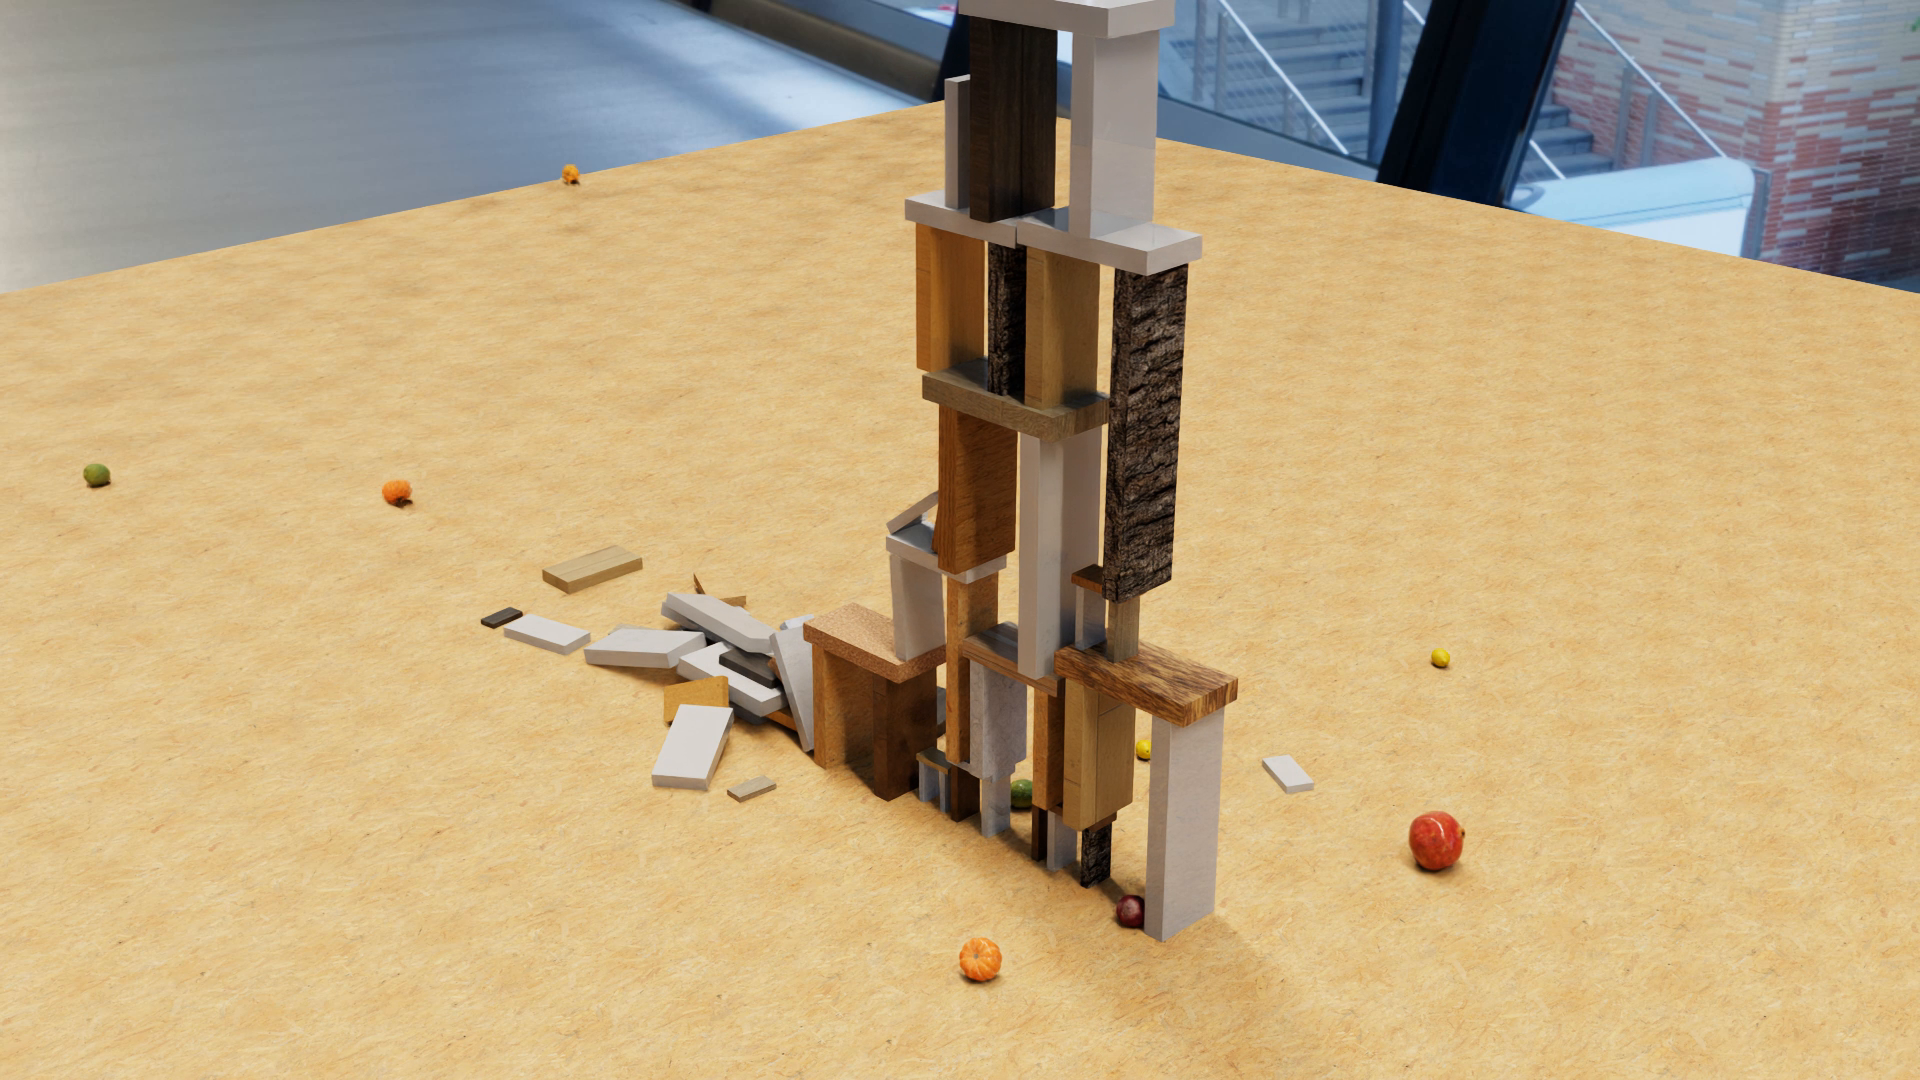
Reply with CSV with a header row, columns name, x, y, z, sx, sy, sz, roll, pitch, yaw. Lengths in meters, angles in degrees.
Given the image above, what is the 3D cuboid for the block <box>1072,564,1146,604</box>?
name,x,y,z,sx,sy,sz,roll,pitch,yaw
block,0.269,0.078,3.962,0.125,0.018,0.063,21,31,38

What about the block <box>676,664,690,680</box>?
name,x,y,z,sx,sy,sz,roll,pitch,yaw
block,-0.538,0.303,4.942,0.193,0.027,0.097,21,30,40

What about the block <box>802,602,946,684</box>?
name,x,y,z,sx,sy,sz,roll,pitch,yaw
block,-0.173,0.208,4.493,0.283,0.040,0.142,21,31,40

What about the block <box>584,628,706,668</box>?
name,x,y,z,sx,sy,sz,roll,pitch,yaw
block,-0.724,0.249,5.055,0.262,0.037,0.131,1,19,36

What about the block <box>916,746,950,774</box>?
name,x,y,z,sx,sy,sz,roll,pitch,yaw
block,-0.041,0.447,4.456,0.092,0.013,0.046,21,31,41

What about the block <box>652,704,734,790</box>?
name,x,y,z,sx,sy,sz,roll,pitch,yaw
block,-0.562,0.435,4.633,0.116,0.033,0.232,4,35,9

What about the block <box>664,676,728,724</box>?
name,x,y,z,sx,sy,sz,roll,pitch,yaw
block,-0.574,0.347,4.778,0.158,0.079,0.022,-12,-21,28

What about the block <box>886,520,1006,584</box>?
name,x,y,z,sx,sy,sz,roll,pitch,yaw
block,-0.027,0.023,4.269,0.221,0.031,0.111,22,31,40

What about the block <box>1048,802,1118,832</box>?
name,x,y,z,sx,sy,sz,roll,pitch,yaw
block,0.229,0.514,4.192,0.065,0.018,0.131,-21,31,-41

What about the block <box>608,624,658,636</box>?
name,x,y,z,sx,sy,sz,roll,pitch,yaw
block,-0.764,0.226,5.207,0.123,0.017,0.062,8,24,18

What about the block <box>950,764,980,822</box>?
name,x,y,z,sx,sy,sz,roll,pitch,yaw
block,0.011,0.498,4.423,0.018,0.129,0.064,21,31,41

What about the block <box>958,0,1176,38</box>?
name,x,y,z,sx,sy,sz,roll,pitch,yaw
block,0.175,-0.889,3.655,0.334,0.047,0.167,21,31,40

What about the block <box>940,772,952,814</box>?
name,x,y,z,sx,sy,sz,roll,pitch,yaw
block,-0.019,0.504,4.456,0.013,0.092,0.046,21,31,41

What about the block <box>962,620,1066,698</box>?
name,x,y,z,sx,sy,sz,roll,pitch,yaw
block,0.136,0.224,4.172,0.124,0.035,0.247,-21,31,-40

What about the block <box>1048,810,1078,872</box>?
name,x,y,z,sx,sy,sz,roll,pitch,yaw
block,0.198,0.570,4.250,0.065,0.130,0.018,-21,31,-41

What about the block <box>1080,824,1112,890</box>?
name,x,y,z,sx,sy,sz,roll,pitch,yaw
block,0.260,0.594,4.193,0.018,0.130,0.065,21,31,41

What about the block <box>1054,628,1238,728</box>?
name,x,y,z,sx,sy,sz,roll,pitch,yaw
block,0.334,0.244,3.969,0.304,0.043,0.152,21,31,40

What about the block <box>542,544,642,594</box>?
name,x,y,z,sx,sy,sz,roll,pitch,yaw
block,-0.926,0.073,5.548,0.226,0.032,0.113,-21,30,-40

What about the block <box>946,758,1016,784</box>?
name,x,y,z,sx,sy,sz,roll,pitch,yaw
block,0.041,0.442,4.366,0.064,0.018,0.129,-21,31,-41

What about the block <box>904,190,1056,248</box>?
name,x,y,z,sx,sy,sz,roll,pitch,yaw
block,0.046,-0.579,3.928,0.138,0.039,0.276,-21,31,-40

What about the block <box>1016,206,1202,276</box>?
name,x,y,z,sx,sy,sz,roll,pitch,yaw
block,0.252,-0.511,3.732,0.290,0.041,0.145,21,31,40

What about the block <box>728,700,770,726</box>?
name,x,y,z,sx,sy,sz,roll,pitch,yaw
block,-0.479,0.353,4.894,0.097,0.027,0.194,-21,31,-40

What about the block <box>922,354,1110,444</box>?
name,x,y,z,sx,sy,sz,roll,pitch,yaw
block,0.104,-0.259,3.993,0.165,0.047,0.329,-21,31,-40

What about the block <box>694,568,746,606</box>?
name,x,y,z,sx,sy,sz,roll,pitch,yaw
block,-0.591,0.118,5.404,0.090,0.026,0.181,-8,24,-17

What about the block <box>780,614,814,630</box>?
name,x,y,z,sx,sy,sz,roll,pitch,yaw
block,-0.319,0.245,4.812,0.084,0.024,0.168,-14,66,-45

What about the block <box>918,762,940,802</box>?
name,x,y,z,sx,sy,sz,roll,pitch,yaw
block,-0.063,0.487,4.496,0.013,0.092,0.046,21,31,41

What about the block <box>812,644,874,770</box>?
name,x,y,z,sx,sy,sz,roll,pitch,yaw
block,-0.240,0.330,4.620,0.142,0.283,0.040,-18,30,-36

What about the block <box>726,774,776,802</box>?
name,x,y,z,sx,sy,sz,roll,pitch,yaw
block,-0.429,0.513,4.535,0.093,0.013,0.046,-19,29,-37

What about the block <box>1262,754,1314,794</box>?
name,x,y,z,sx,sy,sz,roll,pitch,yaw
block,0.684,0.488,4.588,0.062,0.018,0.124,-7,24,-15

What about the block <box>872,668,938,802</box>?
name,x,y,z,sx,sy,sz,roll,pitch,yaw
block,-0.112,0.380,4.501,0.040,0.283,0.142,21,31,41

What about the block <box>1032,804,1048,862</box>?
name,x,y,z,sx,sy,sz,roll,pitch,yaw
block,0.168,0.558,4.285,0.063,0.126,0.018,-21,31,-40

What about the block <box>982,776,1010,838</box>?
name,x,y,z,sx,sy,sz,roll,pitch,yaw
block,0.072,0.522,4.367,0.018,0.129,0.064,21,31,41
